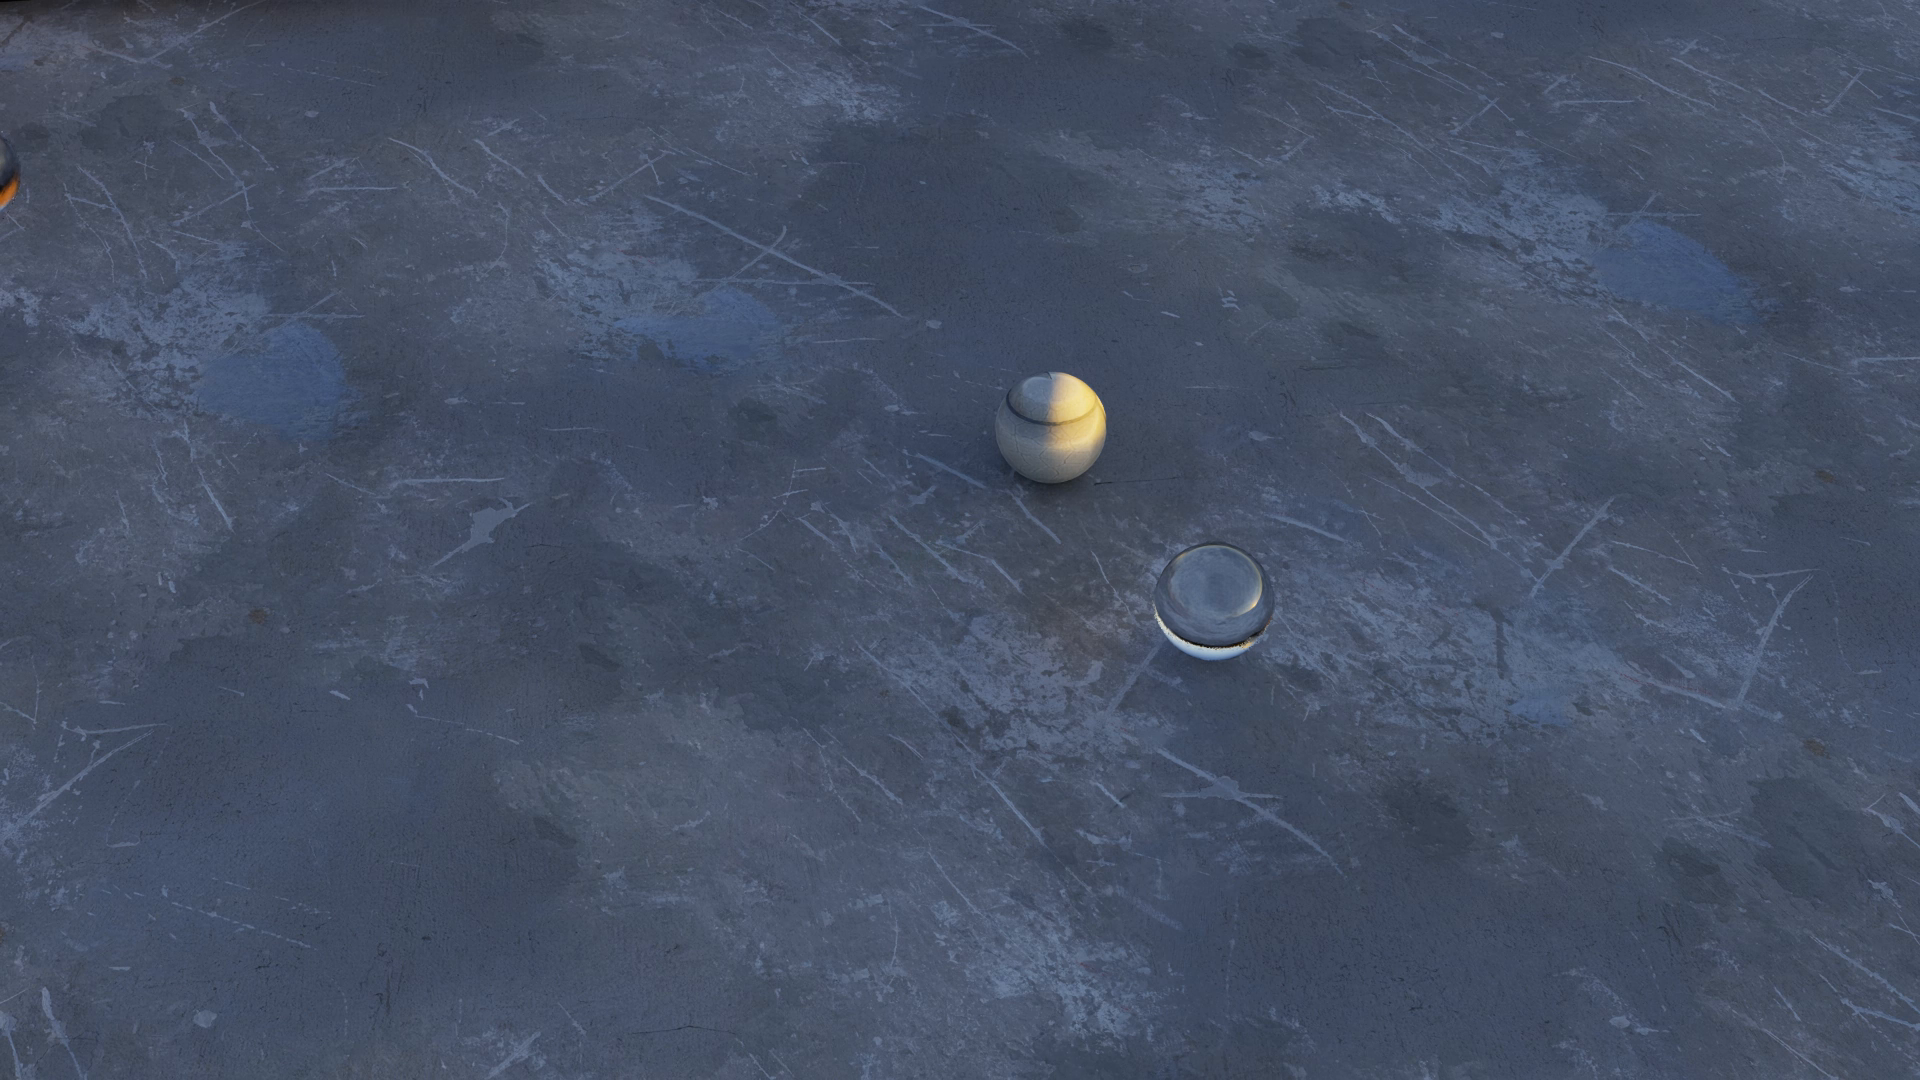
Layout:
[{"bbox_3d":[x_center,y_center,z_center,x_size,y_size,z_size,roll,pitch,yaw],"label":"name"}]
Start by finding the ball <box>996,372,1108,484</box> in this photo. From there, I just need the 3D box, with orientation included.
[{"bbox_3d":[0.059,-0.072,1.654,0.072,0.072,0.072,0,36,0],"label":"ball"}]

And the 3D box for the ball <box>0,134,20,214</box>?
[{"bbox_3d":[-0.747,-0.276,1.923,0.080,0.080,0.080,0,36,0],"label":"ball"}]

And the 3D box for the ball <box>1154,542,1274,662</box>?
[{"bbox_3d":[0.149,0.036,1.508,0.070,0.070,0.070,0,36,0],"label":"ball"}]
